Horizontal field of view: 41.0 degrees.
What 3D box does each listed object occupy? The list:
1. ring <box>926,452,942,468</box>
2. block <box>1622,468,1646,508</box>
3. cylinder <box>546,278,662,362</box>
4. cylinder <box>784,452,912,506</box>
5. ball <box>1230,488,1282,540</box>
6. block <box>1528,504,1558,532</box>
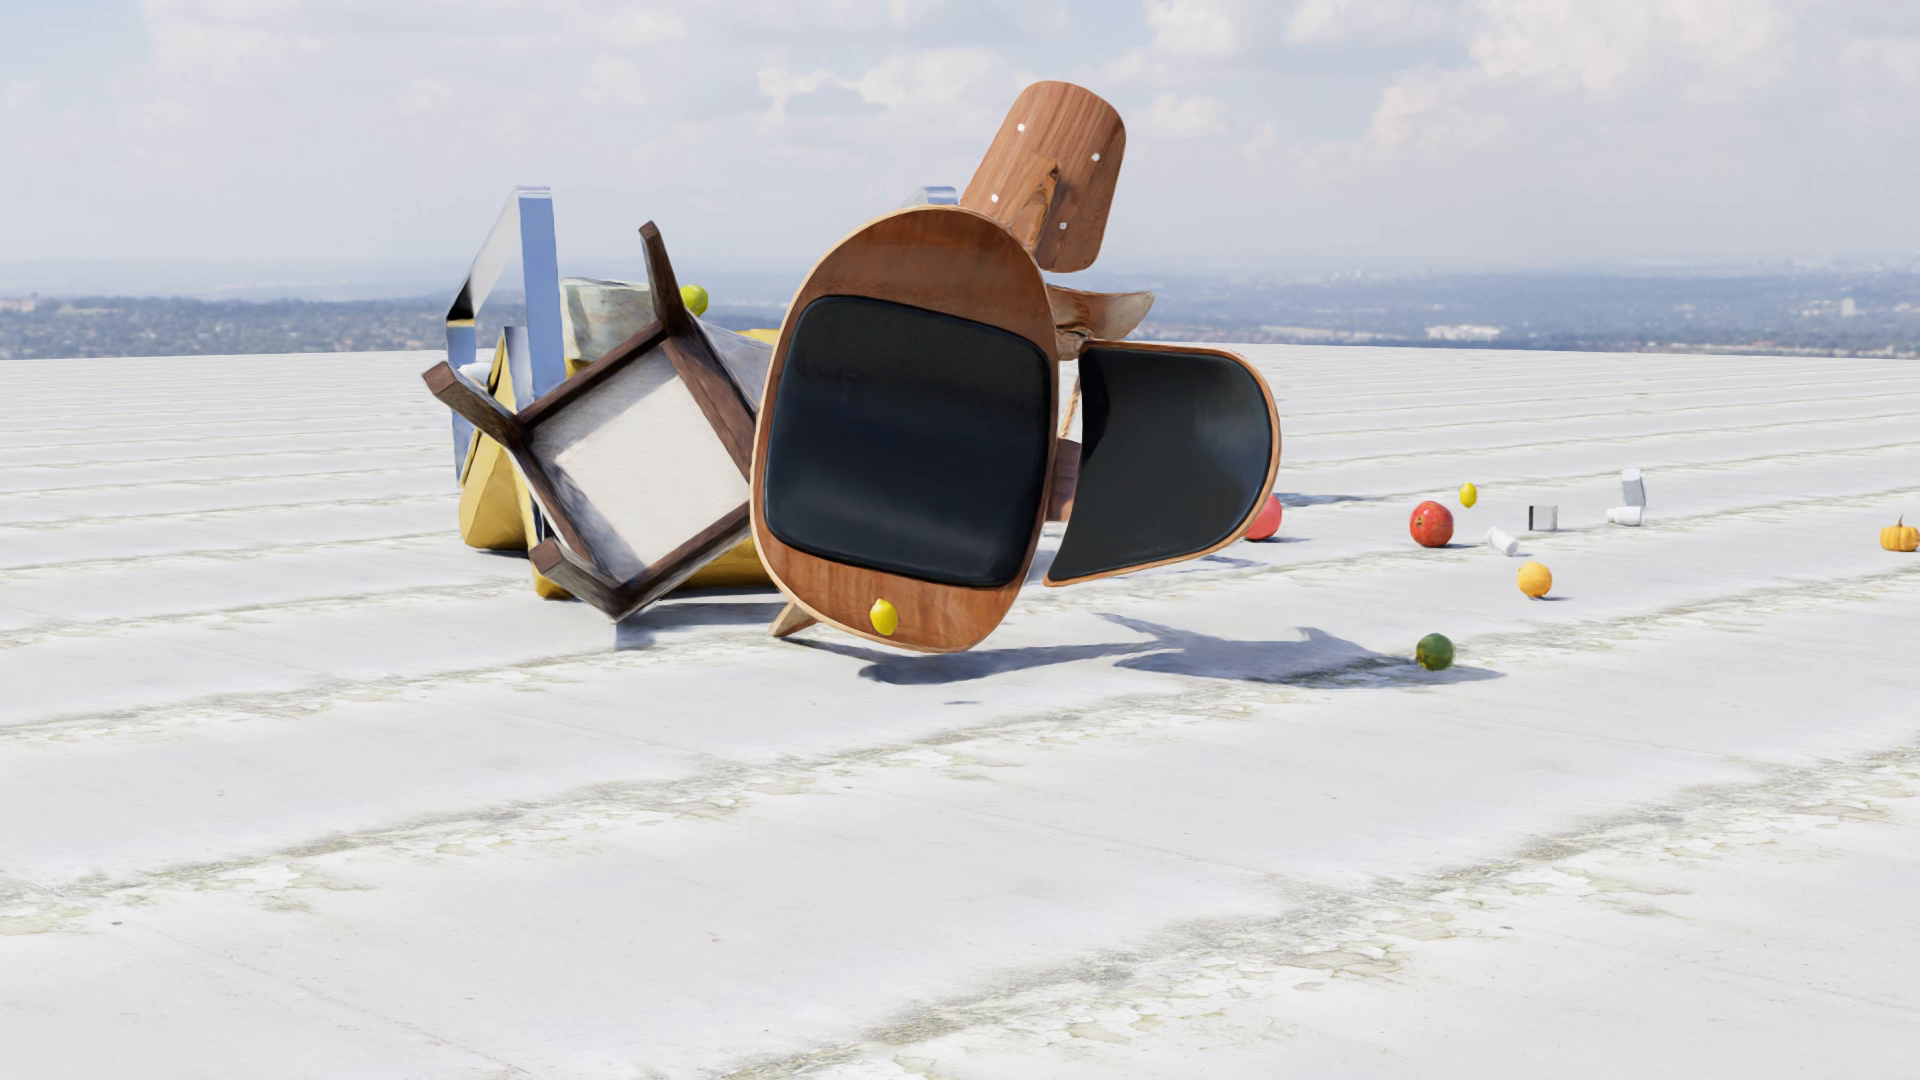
[{"bbox_3d":[-0.091,-0.275,8.829,0.049,0.055,0.039,22,11,20],"label":"ring"},{"bbox_3d":[1.901,-0.145,7.244,0.049,0.113,0.044,-6,46,21],"label":"block"},{"bbox_3d":[-0.744,-0.461,5.362,0.230,0.150,0.276,2,9,-14],"label":"cylinder"},{"bbox_3d":[-0.324,-0.176,7.425,0.279,0.131,0.250,6,-8,45],"label":"cylinder"},{"bbox_3d":[0.738,-0.063,6.388,0.130,0.130,0.130,0,6,0],"label":"ball"},{"bbox_3d":[1.512,-0.058,6.651,0.058,0.066,0.068,3,7,28],"label":"block"}]
